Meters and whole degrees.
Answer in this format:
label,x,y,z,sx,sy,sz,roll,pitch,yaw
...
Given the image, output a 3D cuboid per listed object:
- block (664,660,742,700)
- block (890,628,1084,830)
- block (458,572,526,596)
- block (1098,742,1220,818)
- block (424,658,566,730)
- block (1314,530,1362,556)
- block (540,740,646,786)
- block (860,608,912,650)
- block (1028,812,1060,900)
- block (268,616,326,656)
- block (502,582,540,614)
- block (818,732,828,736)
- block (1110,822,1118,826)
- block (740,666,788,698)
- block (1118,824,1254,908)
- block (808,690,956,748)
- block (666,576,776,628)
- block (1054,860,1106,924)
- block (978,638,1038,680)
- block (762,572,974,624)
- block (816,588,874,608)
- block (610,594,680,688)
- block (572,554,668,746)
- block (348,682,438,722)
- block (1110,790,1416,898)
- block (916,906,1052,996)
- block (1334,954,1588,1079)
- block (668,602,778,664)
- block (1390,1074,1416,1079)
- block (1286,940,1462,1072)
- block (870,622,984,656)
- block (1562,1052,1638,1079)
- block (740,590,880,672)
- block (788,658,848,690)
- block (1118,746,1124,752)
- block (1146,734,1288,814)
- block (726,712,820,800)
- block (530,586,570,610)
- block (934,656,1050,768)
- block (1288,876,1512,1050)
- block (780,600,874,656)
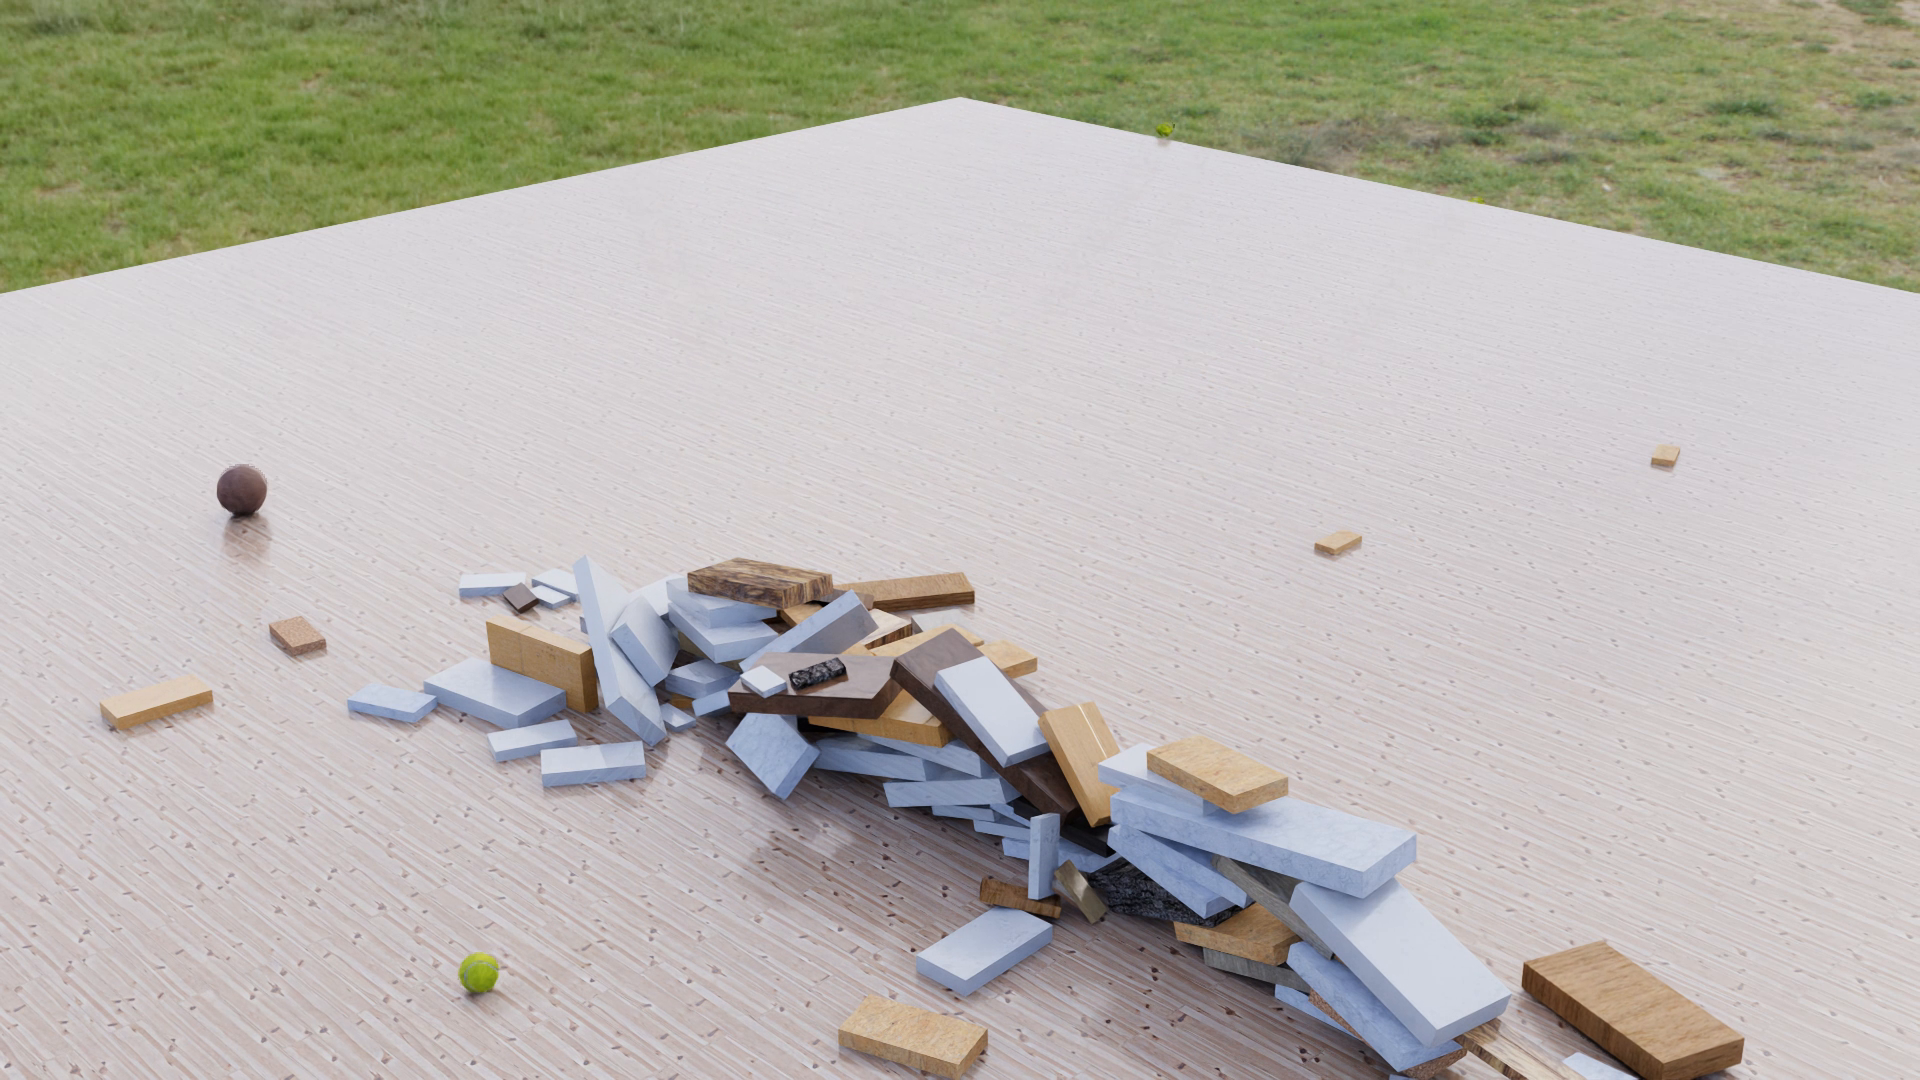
label,x,y,z,sx,sy,sz,roll,pitch,yaw
block,-0.503,0.293,4.965,0.296,0.042,0.148,-17,19,-42
block,0.088,0.359,4.270,0.473,0.048,0.168,40,44,25
block,-1.162,0.110,5.472,0.159,0.023,0.080,-3,23,-6
block,0.384,0.434,3.997,0.123,0.035,0.247,-20,25,-41
block,-1.036,0.343,4.899,0.295,0.042,0.148,15,27,32
block,0.985,0.006,5.724,0.063,0.018,0.125,20,30,39
block,-0.770,0.469,4.616,0.212,0.030,0.106,-4,23,-10
block,-0.243,0.232,5.126,0.121,0.034,0.258,19,30,38
block,0.157,0.588,4.095,0.021,0.150,0.075,3,3,31
block,-1.567,0.226,5.200,0.080,0.023,0.159,-16,28,-33
block,-1.075,0.142,5.384,0.055,0.016,0.110,-32,34,-18
block,-0.233,0.386,4.718,0.137,0.019,0.068,-15,6,20
block,0.312,0.525,4.158,0.091,0.013,0.045,9,24,20
block,-0.398,0.287,4.452,0.054,0.015,0.107,-23,26,-24
block,0.443,0.559,3.988,0.280,0.040,0.140,26,34,33
block,-0.128,0.331,4.423,0.336,0.048,0.168,7,30,36
block,-0.555,0.135,5.089,0.158,0.045,0.316,-10,15,-23
block,0.225,0.655,4.098,0.013,0.119,0.045,-40,-4,38
block,0.040,0.290,4.956,0.246,0.035,0.123,-16,28,-33
block,-0.320,0.151,5.363,0.705,0.034,0.118,-6,24,-13
block,-0.338,0.128,5.269,0.237,0.034,0.118,9,-2,20
block,-0.707,0.225,4.965,0.043,0.150,0.301,-35,9,5
block,-0.763,0.238,4.902,0.043,0.150,0.573,-38,35,7
block,-1.259,0.361,4.878,0.175,0.025,0.088,9,25,20
block,0.529,0.507,3.884,0.526,0.050,0.175,12,24,39
block,0.046,0.738,3.979,0.119,0.034,0.238,19,30,38
block,0.894,0.833,3.568,0.081,0.023,0.657,-22,42,-40
block,-0.543,0.198,5.011,0.148,0.042,0.408,-9,15,-20
block,0.797,0.927,3.536,0.227,0.032,0.113,7,24,16
block,0.699,0.768,3.704,0.140,0.040,0.296,-11,33,-29
block,-0.076,0.256,5.028,0.241,0.034,0.121,-17,28,-35
block,1.050,0.892,3.598,0.081,0.023,0.161,-17,21,-33
block,-0.331,0.233,4.858,0.296,0.148,0.042,-34,62,-1
block,-0.287,0.270,4.438,0.107,0.015,0.054,-18,25,-15
block,0.326,0.511,4.498,0.158,0.045,0.316,-12,26,-27
block,0.458,0.416,3.927,0.123,0.035,0.247,-15,21,-30
block,-0.393,0.433,4.593,0.035,0.123,0.246,37,-1,-36
block,-1.015,0.141,5.409,0.110,0.016,0.055,19,29,37
block,0.067,0.329,4.234,0.119,0.034,0.238,-16,50,-35
block,0.732,0.683,3.675,0.175,0.050,0.350,-15,44,-32
block,-0.280,0.242,5.012,0.088,0.025,0.518,-11,22,-22
